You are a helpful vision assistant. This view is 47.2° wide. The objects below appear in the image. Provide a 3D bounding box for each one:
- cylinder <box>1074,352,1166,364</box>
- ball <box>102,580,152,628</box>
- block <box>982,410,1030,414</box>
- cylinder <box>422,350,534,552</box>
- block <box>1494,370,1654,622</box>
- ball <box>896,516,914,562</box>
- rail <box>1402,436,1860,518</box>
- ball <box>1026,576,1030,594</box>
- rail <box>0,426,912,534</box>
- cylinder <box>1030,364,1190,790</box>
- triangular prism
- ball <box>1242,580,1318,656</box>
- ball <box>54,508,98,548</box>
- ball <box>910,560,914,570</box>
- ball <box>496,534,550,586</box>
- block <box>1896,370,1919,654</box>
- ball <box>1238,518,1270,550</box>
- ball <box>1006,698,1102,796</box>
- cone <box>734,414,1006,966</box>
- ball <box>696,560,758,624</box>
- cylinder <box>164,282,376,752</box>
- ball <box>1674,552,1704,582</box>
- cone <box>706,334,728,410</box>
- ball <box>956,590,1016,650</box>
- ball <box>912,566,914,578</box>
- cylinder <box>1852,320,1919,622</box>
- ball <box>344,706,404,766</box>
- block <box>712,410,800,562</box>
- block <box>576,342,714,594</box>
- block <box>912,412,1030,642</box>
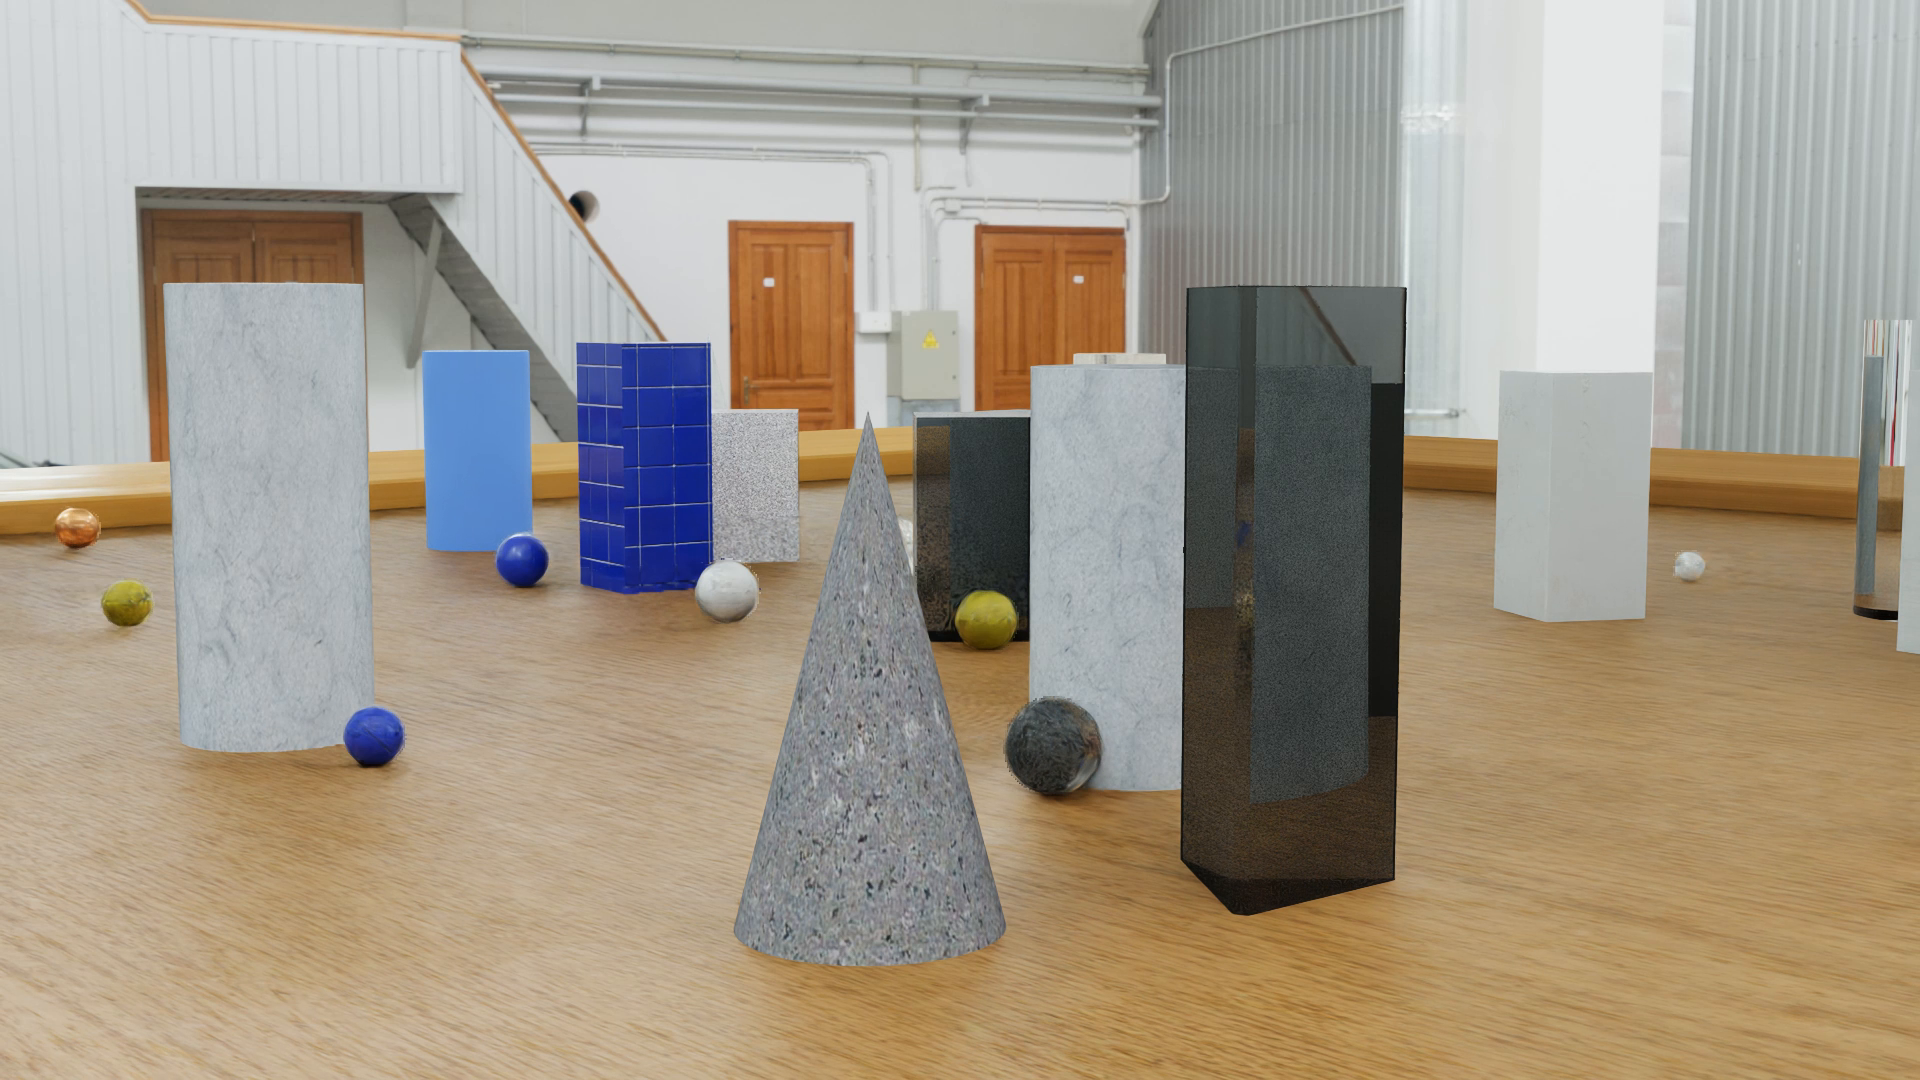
[{"bbox_3d":[0.341,-0.223,4.722,0.198,0.352,0.198,0,6,0],"label":"cylinder"},{"bbox_3d":[-1.175,0.089,3.102,0.067,0.067,0.067,0,6,0],"label":"ball"},{"bbox_3d":[0.094,-0.049,3.354,0.158,0.290,0.158,6,8,44],"label":"block"},{"bbox_3d":[-0.911,-0.172,4.158,0.198,0.368,0.198,0,6,0],"label":"cylinder"},{"bbox_3d":[0.898,-0.069,3.229,0.158,0.357,0.158,-2,6,-14],"label":"block"},{"bbox_3d":[-0.114,0.005,3.800,0.090,0.090,0.090,0,6,0],"label":"ball"},{"bbox_3d":[1.718,-0.131,4.909,0.045,0.128,4.134,-5,8,-42],"label":"rail"},{"bbox_3d":[0.120,0.066,3.197,0.046,0.046,0.046,0,6,0],"label":"ball"},{"bbox_3d":[-1.386,-0.122,4.825,4.724,0.128,0.045,-5,8,-42],"label":"rail"},{"bbox_3d":[0.166,0.029,2.123,0.198,0.391,0.198,0,6,0],"label":"cylinder"},{"bbox_3d":[0.228,0.036,1.711,0.171,0.462,0.148,-5,8,-38],"label":"triangular prism"},{"bbox_3d":[0.414,0.100,2.844,0.099,0.099,0.099,0,6,0],"label":"ball"},{"bbox_3d":[-1.658,-0.023,4.127,0.077,0.077,0.077,0,6,0],"label":"ball"},{"bbox_3d":[-0.066,0.053,3.556,0.044,0.044,0.044,0,6,0],"label":"ball"},{"bbox_3d":[-0.709,0.032,3.560,0.086,0.086,0.086,0,6,0],"label":"ball"},{"bbox_3d":[1.338,-0.034,2.838,0.158,0.367,0.158,-3,7,-28],"label":"block"},{"bbox_3d":[0.547,-0.010,4.098,0.058,0.058,0.058,0,6,0],"label":"ball"},{"bbox_3d":[0.086,0.190,2.019,0.089,0.089,0.089,0,6,0],"label":"ball"},{"bbox_3d":[-0.065,0.094,1.577,0.198,0.375,0.198,0,6,0],"label":"cone"},{"bbox_3d":[-0.333,0.074,3.137,0.089,0.089,0.089,0,6,0],"label":"ball"},{"bbox_3d":[-0.719,-0.030,2.297,0.198,0.471,0.198,0,6,0],"label":"cylinder"},{"bbox_3d":[1.204,0.044,3.631,0.048,0.048,0.048,0,6,0],"label":"ball"},{"bbox_3d":[-0.515,-0.227,4.530,0.198,0.399,0.198,0,6,0],"label":"cone"},{"bbox_3d":[0.034,0.105,2.885,0.081,0.081,0.081,0,6,0],"label":"ball"},{"bbox_3d":[-0.051,0.054,3.509,0.053,0.053,0.053,0,6,0],"label":"ball"},{"bbox_3d":[1.415,-0.104,3.201,0.198,0.431,0.198,0,6,0],"label":"cylinder"},{"bbox_3d":[-0.576,0.192,2.160,0.058,0.058,0.058,0,6,0],"label":"ball"},{"bbox_3d":[-0.370,-0.100,3.962,0.158,0.265,0.158,0,6,-3],"label":"block"},{"bbox_3d":[-0.509,-0.122,3.552,0.158,0.393,0.158,-4,7,-36],"label":"block"},{"bbox_3d":[0.017,-0.022,3.030,0.158,0.303,0.158,0,6,-3],"label":"block"}]
